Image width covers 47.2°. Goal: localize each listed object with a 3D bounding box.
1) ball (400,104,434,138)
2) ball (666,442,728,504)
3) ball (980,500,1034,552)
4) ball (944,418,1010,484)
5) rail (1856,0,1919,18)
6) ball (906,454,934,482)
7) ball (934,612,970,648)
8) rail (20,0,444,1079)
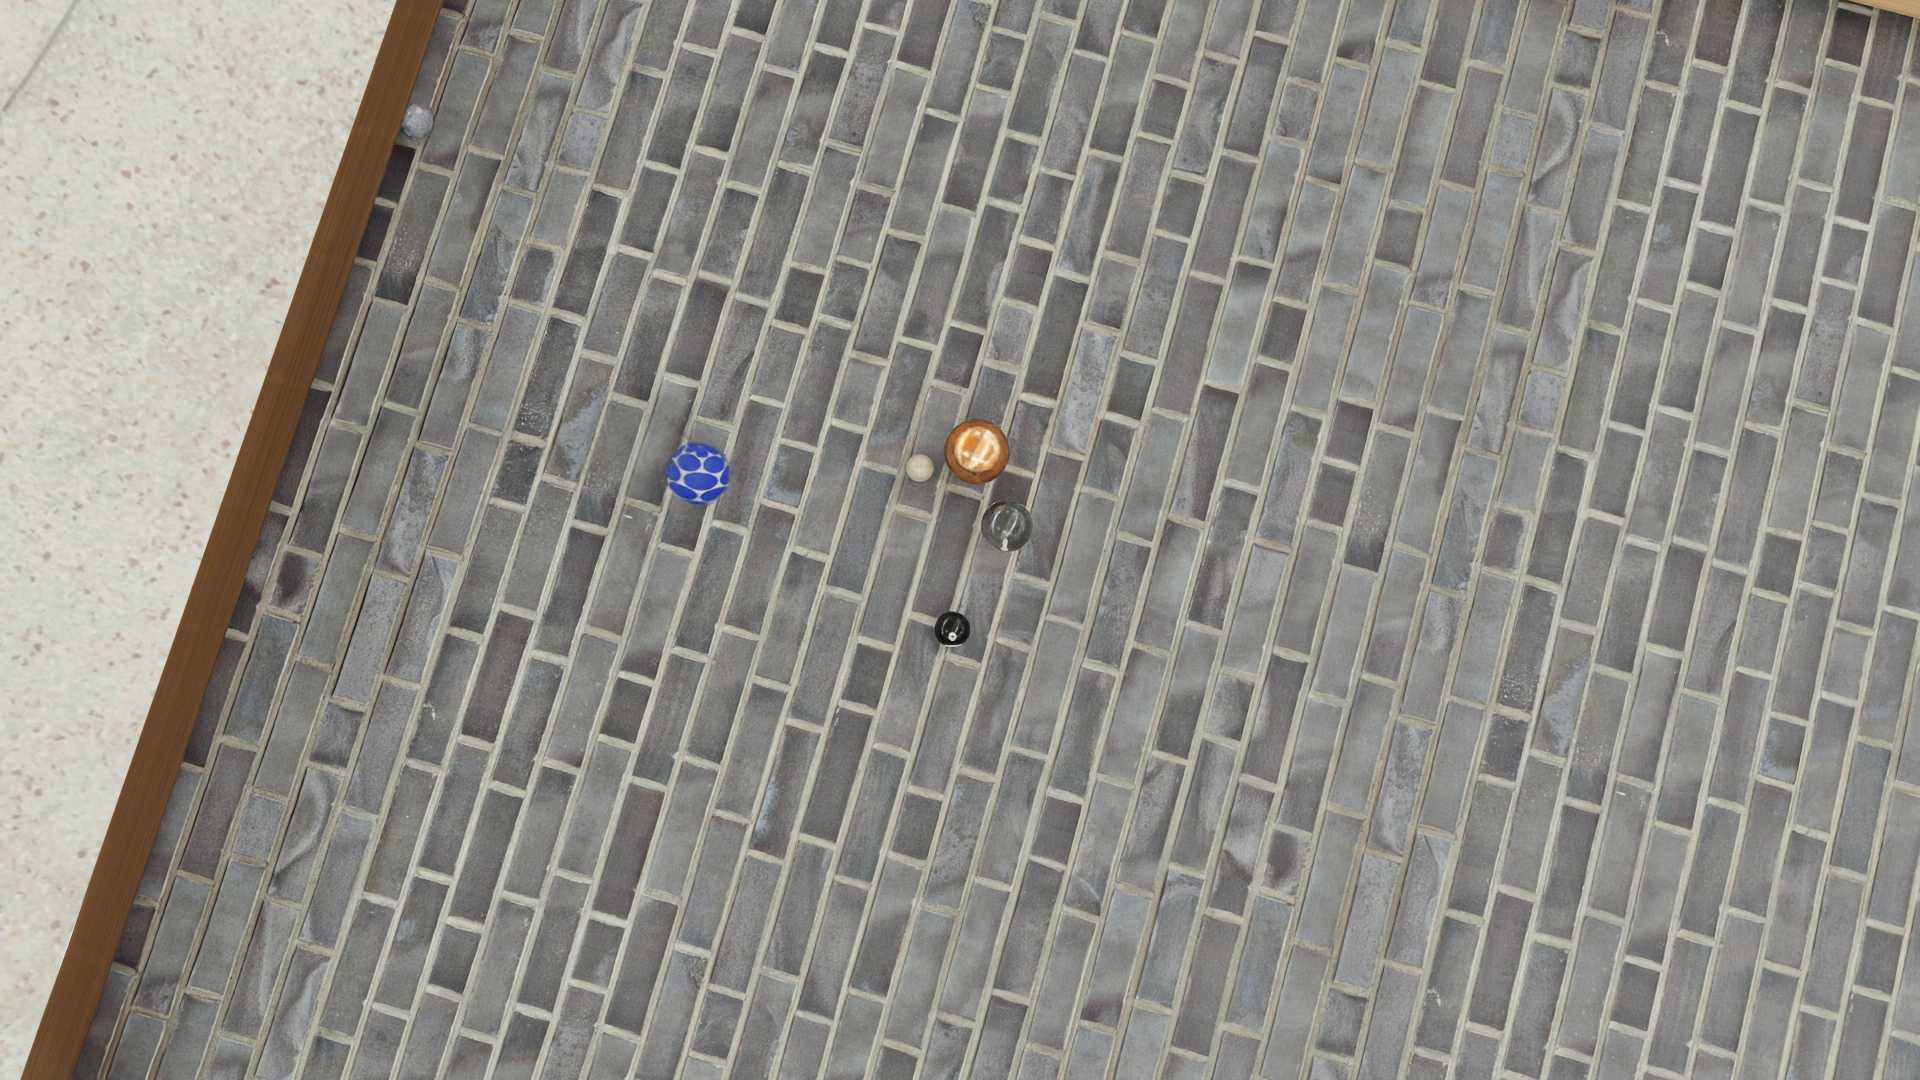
[{"bbox_3d":[-0.845,-0.649,3.413,0.053,0.053,0.053,0,80,0],"label":"ball"},{"bbox_3d":[-0.393,-0.099,3.293,0.093,0.093,0.093,0,80,0],"label":"ball"},{"bbox_3d":[0.070,-0.021,3.286,0.079,0.079,0.079,0,80,0],"label":"ball"},{"bbox_3d":[0.026,-0.132,3.296,0.098,0.098,0.098,0,80,0],"label":"ball"},{"bbox_3d":[1.335,-0.873,3.414,4.183,0.129,0.045,15,80,3],"label":"rail"},{"bbox_3d":[-0.060,-0.109,3.320,0.043,0.043,0.043,0,80,0],"label":"ball"},{"bbox_3d":[-0.011,0.133,3.271,0.054,0.054,0.054,0,80,0],"label":"ball"},{"bbox_3d":[-0.984,-0.278,3.306,0.045,0.129,2.469,15,80,3],"label":"rail"}]
